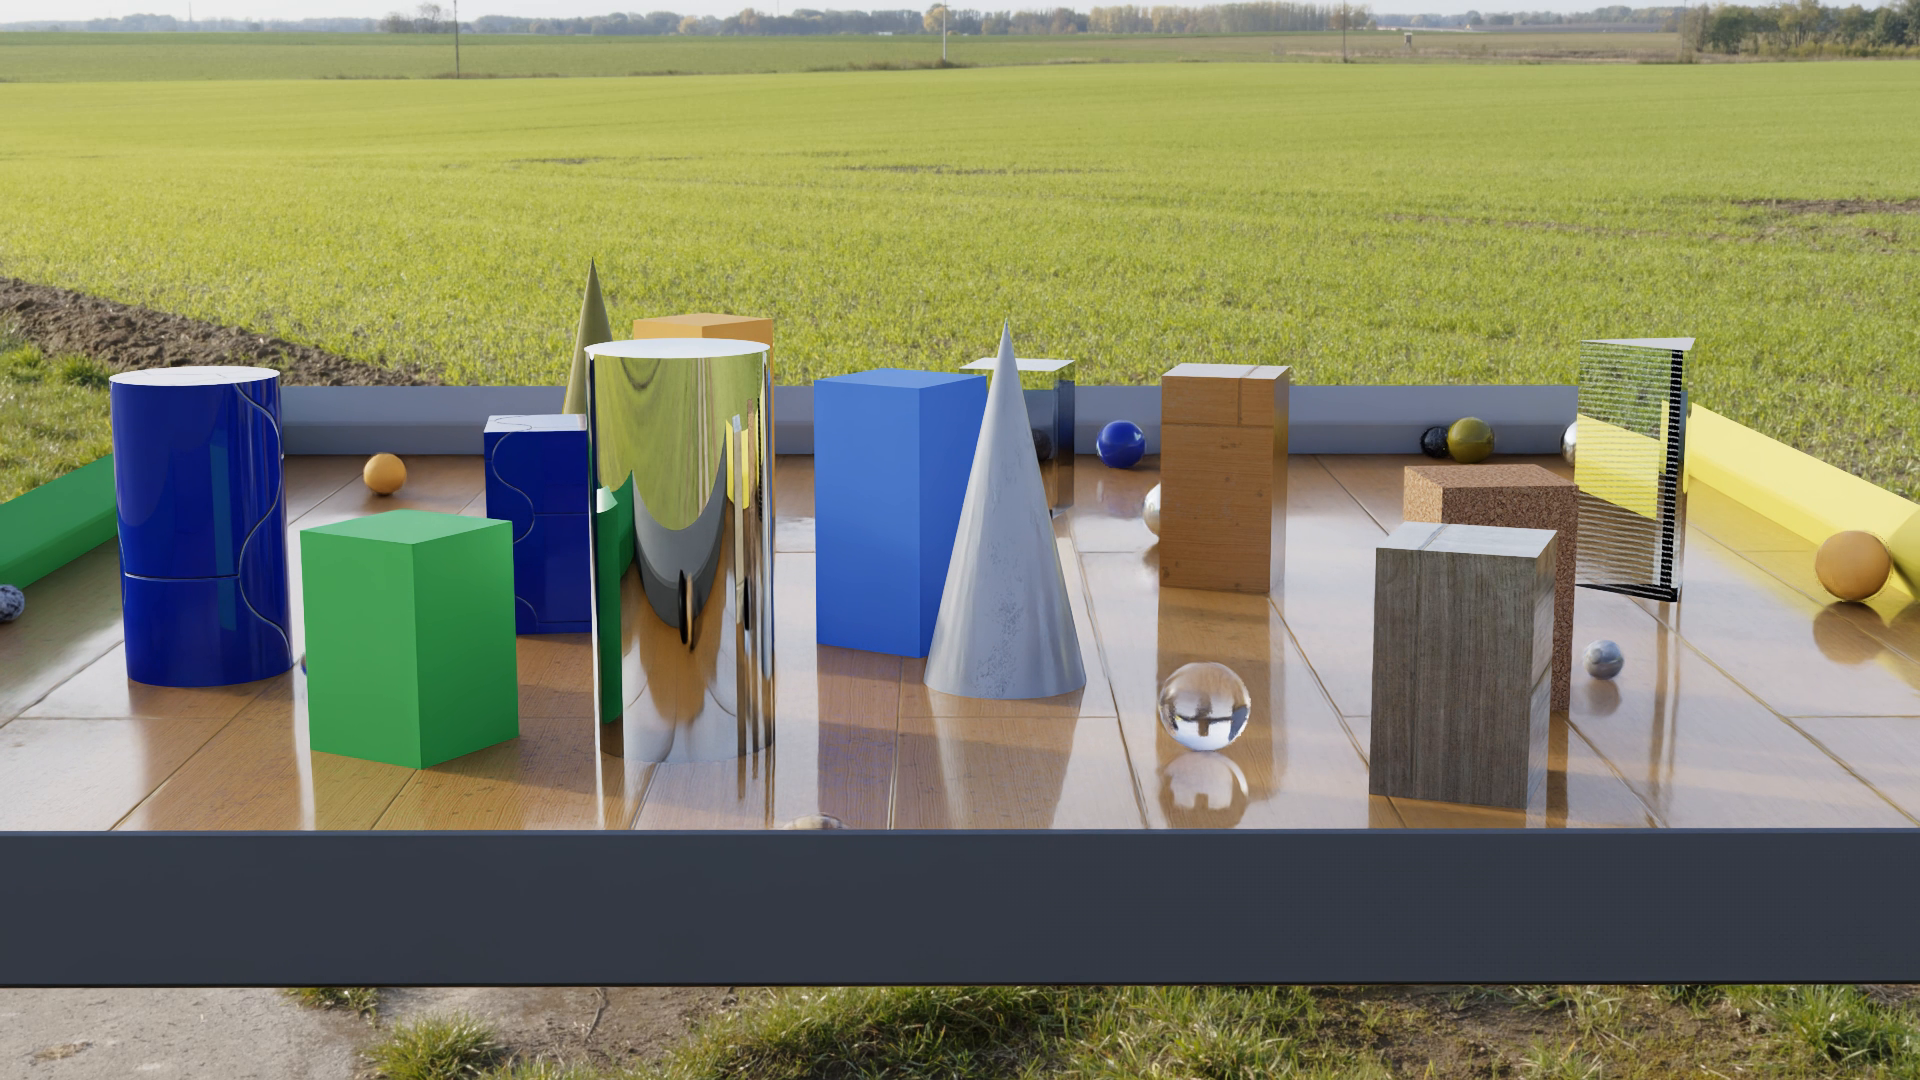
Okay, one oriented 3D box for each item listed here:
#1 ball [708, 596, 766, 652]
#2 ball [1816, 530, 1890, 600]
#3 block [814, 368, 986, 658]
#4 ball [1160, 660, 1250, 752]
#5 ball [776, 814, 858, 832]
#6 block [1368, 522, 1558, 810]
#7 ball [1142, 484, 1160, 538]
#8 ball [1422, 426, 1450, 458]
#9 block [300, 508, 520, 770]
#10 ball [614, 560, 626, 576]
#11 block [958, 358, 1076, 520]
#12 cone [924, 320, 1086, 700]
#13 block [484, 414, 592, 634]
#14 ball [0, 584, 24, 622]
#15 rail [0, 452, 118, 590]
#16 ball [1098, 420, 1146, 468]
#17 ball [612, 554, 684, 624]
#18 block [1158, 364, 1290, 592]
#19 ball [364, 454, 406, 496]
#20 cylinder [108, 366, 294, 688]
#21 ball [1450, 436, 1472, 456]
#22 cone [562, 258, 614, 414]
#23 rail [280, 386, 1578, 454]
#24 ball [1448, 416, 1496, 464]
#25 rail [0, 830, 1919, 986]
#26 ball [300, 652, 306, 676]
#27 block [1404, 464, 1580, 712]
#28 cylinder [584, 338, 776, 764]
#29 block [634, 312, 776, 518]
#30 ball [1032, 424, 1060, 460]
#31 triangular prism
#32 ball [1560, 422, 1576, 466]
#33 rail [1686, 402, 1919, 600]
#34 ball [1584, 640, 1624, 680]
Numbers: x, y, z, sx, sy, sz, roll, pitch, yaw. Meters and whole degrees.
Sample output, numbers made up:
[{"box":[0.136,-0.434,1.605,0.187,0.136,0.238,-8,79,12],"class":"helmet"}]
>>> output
[{"box":[-0.280,0.105,3.223,0.071,0.071,0.071,0,10,0],"class":"ball"},{"box":[1.227,0.035,3.527,0.098,0.098,0.098,0,10,0],"class":"ball"},{"box":[-0.074,-0.039,3.266,0.158,0.337,0.158,7,12,32],"class":"block"},{"box":[0.263,0.178,2.755,0.098,0.098,0.098,0,10,0],"class":"ball"},{"box":[-0.122,0.283,2.185,0.098,0.098,0.098,0,10,0],"class":"ball"},{"box":[0.514,0.124,2.618,0.158,0.254,0.158,4,11,20],"class":"block"},{"box":[0.328,-0.046,3.982,0.090,0.090,0.090,0,10,0],"class":"ball"},{"box":[0.895,-0.183,4.808,0.059,0.059,0.059,0,10,0],"class":"ball"},{"box":[-0.592,0.103,2.770,0.158,0.240,0.158,6,12,30],"class":"block"},{"box":[-0.435,0.057,3.480,0.071,0.071,0.071,0,10,0],"class":"ball"},{"box":[0.095,-0.169,4.231,0.158,0.242,0.158,3,11,15],"class":"block"},{"box":[0.054,-0.047,3.041,0.197,0.435,0.197,0,10,0],"class":"cone"},{"box":[-0.539,-0.023,3.381,0.158,0.265,0.158,-1,11,-7],"class":"block"},{"box":[-1.265,0.084,3.399,0.048,0.048,0.048,0,10,0],"class":"ball"},{"box":[-1.299,0.034,3.442,0.045,0.128,2.862,0,10,0],"class":"rail"},{"box":[0.295,-0.175,4.682,0.089,0.089,0.089,0,10,0],"class":"ball"},{"box":[-0.410,0.064,3.379,0.094,0.094,0.094,0,10,0],"class":"ball"},{"box":[0.377,-0.092,3.657,0.158,0.300,0.158,3,11,14],"class":"block"},{"box":[-0.985,-0.113,4.394,0.072,0.072,0.072,0,10,0],"class":"ball"},{"box":[-0.916,-0.020,3.105,0.197,0.360,0.197,0,10,0],"class":"cylinder"},{"box":[0.944,-0.177,4.828,0.041,0.041,0.041,0,10,0],"class":"ball"},{"box":[-0.541,-0.198,3.817,0.197,0.450,0.197,0,10,0],"class":"cone"},{"box":[-0.008,-0.223,4.832,2.645,0.128,0.045,0,10,0],"class":"rail"},{"box":[0.944,-0.184,4.736,0.088,0.088,0.088,0,10,0],"class":"ball"},{"box":[0.008,0.289,2.065,2.645,0.128,0.045,0,10,0],"class":"rail"},{"box":[-0.770,0.148,3.075,0.040,0.040,0.040,0,10,0],"class":"ball"},{"box":[0.610,0.054,2.977,0.158,0.261,0.158,-1,11,-6],"class":"block"},{"box":[-0.301,0.007,2.768,0.197,0.430,0.197,0,10,0],"class":"cylinder"},{"box":[-0.412,-0.194,4.143,0.158,0.324,0.158,9,14,40],"class":"block"},{"box":[0.154,-0.184,4.797,0.066,0.066,0.066,0,10,0],"class":"ball"},{"box":[0.977,-0.105,3.599,0.148,0.347,0.171,-9,14,-41],"class":"triangular prism"},{"box":[1.141,-0.175,4.675,0.092,0.092,0.092,0,10,0],"class":"ball"},{"box":[1.299,0.032,3.456,0.045,0.128,2.862,0,10,0],"class":"rail"},{"box":[0.772,0.143,3.078,0.048,0.048,0.048,0,10,0],"class":"ball"}]
